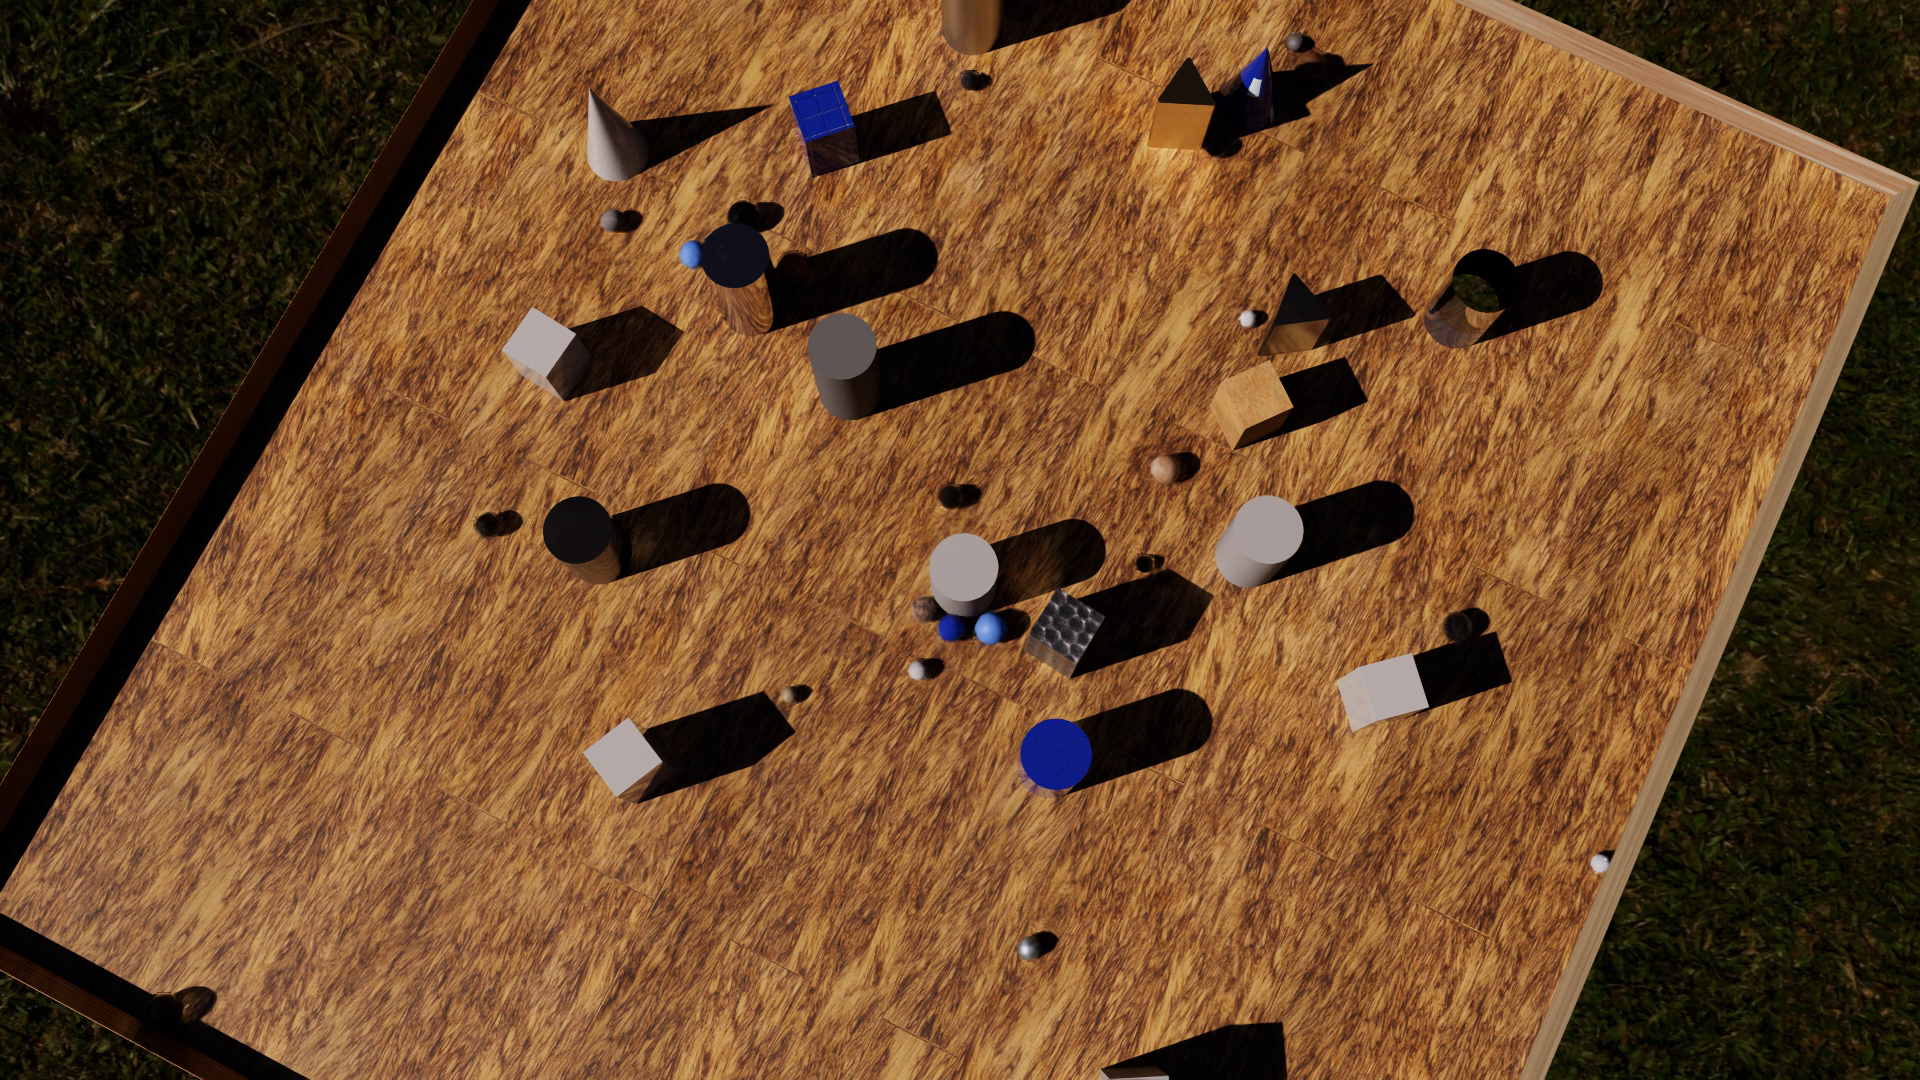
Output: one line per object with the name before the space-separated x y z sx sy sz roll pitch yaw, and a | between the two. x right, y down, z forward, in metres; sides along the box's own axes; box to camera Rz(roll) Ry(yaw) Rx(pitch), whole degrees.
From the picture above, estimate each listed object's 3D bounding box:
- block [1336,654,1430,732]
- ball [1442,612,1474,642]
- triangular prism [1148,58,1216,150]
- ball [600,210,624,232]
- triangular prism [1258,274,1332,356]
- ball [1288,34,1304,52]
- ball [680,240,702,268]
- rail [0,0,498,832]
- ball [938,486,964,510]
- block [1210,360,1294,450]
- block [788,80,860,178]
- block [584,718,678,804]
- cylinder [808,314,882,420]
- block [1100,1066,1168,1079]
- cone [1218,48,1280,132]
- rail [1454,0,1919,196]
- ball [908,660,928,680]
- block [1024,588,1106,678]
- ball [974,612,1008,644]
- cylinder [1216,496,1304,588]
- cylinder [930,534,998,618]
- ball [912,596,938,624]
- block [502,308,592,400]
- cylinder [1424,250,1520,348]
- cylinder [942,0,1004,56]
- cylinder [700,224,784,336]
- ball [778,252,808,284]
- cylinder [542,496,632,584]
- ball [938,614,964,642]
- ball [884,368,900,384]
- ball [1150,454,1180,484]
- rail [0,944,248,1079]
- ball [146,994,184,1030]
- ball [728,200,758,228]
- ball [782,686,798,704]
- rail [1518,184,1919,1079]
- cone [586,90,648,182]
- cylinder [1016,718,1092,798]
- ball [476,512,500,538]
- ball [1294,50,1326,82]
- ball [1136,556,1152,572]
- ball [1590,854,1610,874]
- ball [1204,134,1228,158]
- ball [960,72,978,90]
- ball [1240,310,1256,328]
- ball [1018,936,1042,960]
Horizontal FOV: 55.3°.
block | 1.234 0.450 5.365 0.160 0.310 0.160 -14 79 -3
ball | 1.498 0.261 5.517 0.089 0.089 0.089 0 78 0
triangular prism | 0.692 -1.365 5.732 0.173 0.328 0.150 4 78 1
ball | -1.099 -1.007 5.788 0.072 0.072 0.072 0 78 0
triangular prism | 1.008 -0.692 5.604 0.173 0.305 0.150 -8 78 -2
ball | 1.084 -1.606 5.922 0.053 0.053 0.053 0 78 0
ball | -0.838 -0.898 5.760 0.084 0.084 0.084 0 78 0
rail | -1.922 -0.934 5.743 0.045 0.130 4.706 26 80 5
ball | -0.028 -0.130 5.605 0.075 0.075 0.075 0 78 0
block | 0.883 -0.406 5.567 0.160 0.262 0.160 -24 79 -5
block | -0.423 -1.284 5.743 0.160 0.274 0.160 -19 79 -4
block | -0.951 0.644 5.320 0.160 0.320 0.160 -38 81 -7
cylinder | -0.340 -0.514 5.498 0.200 0.441 0.200 0 78 0
block | 0.489 1.569 5.116 0.160 0.345 0.160 -3 78 -1
cone | 0.929 -1.449 5.719 0.200 0.386 0.200 0 78 0
rail | 1.042 -2.033 5.970 4.346 0.130 0.045 26 80 5
ball | -0.124 0.392 5.504 0.062 0.062 0.062 0 78 0
block | 0.305 0.278 5.389 0.160 0.333 0.160 31 80 6
ball | 0.093 0.266 5.512 0.097 0.097 0.097 0 78 0
cylinder | 0.880 0.009 5.418 0.200 0.385 0.200 0 78 0
cylinder | 0.011 0.110 5.435 0.200 0.311 0.200 0 78 0
ball | -0.107 0.211 5.531 0.081 0.081 0.081 0 78 0
block | -1.258 -0.565 5.600 0.160 0.261 0.160 31 80 6
cylinder | 1.557 -0.732 5.592 0.200 0.344 0.200 0 78 0
cylinder | 0.041 -1.709 5.768 0.200 0.397 0.200 0 78 0
cylinder | -0.655 -0.782 5.550 0.200 0.448 0.200 0 78 0
ball | -0.524 -0.852 5.744 0.096 0.096 0.096 0 78 0
cylinder | -1.103 0.005 5.446 0.200 0.332 0.200 0 78 0
ball | -0.027 0.266 5.519 0.083 0.083 0.083 0 78 0
ball | -0.212 -0.511 5.696 0.051 0.051 0.051 0 78 0
ball | 0.630 -0.218 5.615 0.093 0.093 0.093 0 78 0
rail | -1.042 2.047 5.125 4.346 0.130 0.045 26 80 5
ball | -2.294 1.359 5.284 0.100 0.100 0.100 0 78 0
ball | -0.684 -1.019 5.777 0.099 0.099 0.099 0 78 0
ball | -0.510 0.466 5.494 0.051 0.051 0.051 0 78 0
rail | 1.922 0.948 5.353 0.045 0.130 4.706 26 80 5
cone | -1.097 -1.290 5.646 0.200 0.466 0.200 0 78 0
cylinder | 0.269 0.635 5.301 0.200 0.361 0.200 0 78 0
ball | -1.439 -0.045 5.587 0.076 0.076 0.076 0 78 0
ball | 1.124 -1.521 5.882 0.098 0.098 0.098 0 78 0
ball | 0.560 0.073 5.575 0.053 0.053 0.053 0 78 0
ball | 1.886 0.952 5.390 0.058 0.058 0.058 0 78 0
ball | 0.816 -1.257 5.840 0.073 0.073 0.073 0 78 0
ball | 0.030 -1.476 5.892 0.059 0.059 0.059 0 78 0
ball | 0.901 -0.692 5.732 0.055 0.055 0.055 0 78 0
ball | 0.203 1.188 5.337 0.067 0.067 0.067 0 78 0
